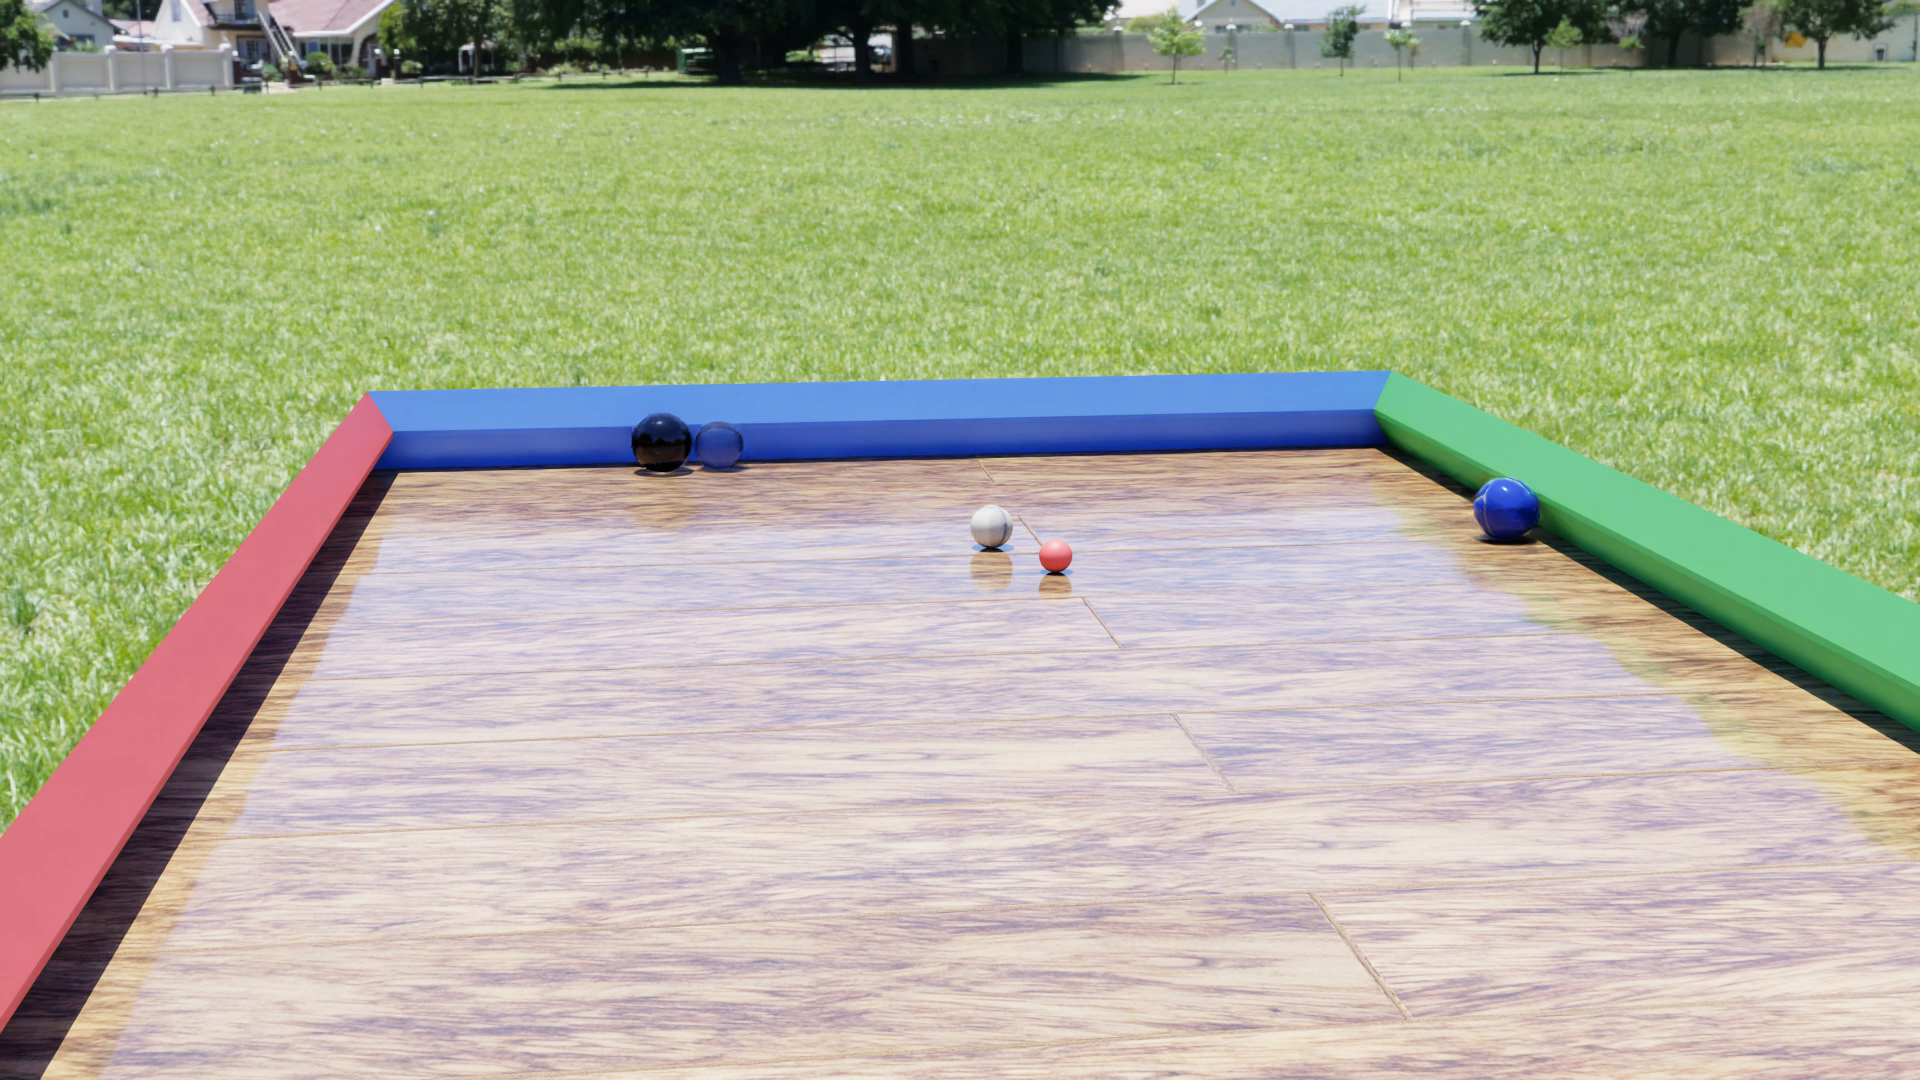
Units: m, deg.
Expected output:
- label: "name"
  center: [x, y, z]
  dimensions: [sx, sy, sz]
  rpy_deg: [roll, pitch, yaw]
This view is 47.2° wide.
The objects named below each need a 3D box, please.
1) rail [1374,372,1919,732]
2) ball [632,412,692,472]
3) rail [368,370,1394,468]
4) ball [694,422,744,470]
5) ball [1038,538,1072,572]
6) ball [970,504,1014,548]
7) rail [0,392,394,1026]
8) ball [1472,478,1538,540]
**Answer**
- label: "rail"
  center: [0.948, 0.124, 2.261]
  dimensions: [0.045, 0.127, 3.253]
  rpy_deg: [-2, 13, -8]
- label: "ball"
  center: [-0.486, -0.159, 3.584]
  dimensions: [0.098, 0.098, 0.098]
  rpy_deg: [0, 13, 0]
- label: "rail"
  center: [-0.106, -0.201, 3.699]
  dimensions: [1.739, 0.127, 0.045]
  rpy_deg: [-2, 13, -8]
- label: "ball"
  center: [-0.396, -0.156, 3.611]
  dimensions: [0.079, 0.079, 0.079]
  rpy_deg: [0, 13, 0]
- label: "ball"
  center: [0.127, 0.021, 2.910]
  dimensions: [0.044, 0.044, 0.044]
  rpy_deg: [0, 13, 0]
- label: "ball"
  center: [0.044, -0.019, 3.048]
  dimensions: [0.060, 0.060, 0.060]
  rpy_deg: [0, 13, 0]
- label: "rail"
  center: [-0.729, 0.174, 2.039]
  dimensions: [0.045, 0.127, 3.253]
  rpy_deg: [-2, 13, -8]
- label: "ball"
  center: [0.768, -0.044, 3.095]
  dimensions: [0.089, 0.089, 0.089]
  rpy_deg: [0, 13, 0]
